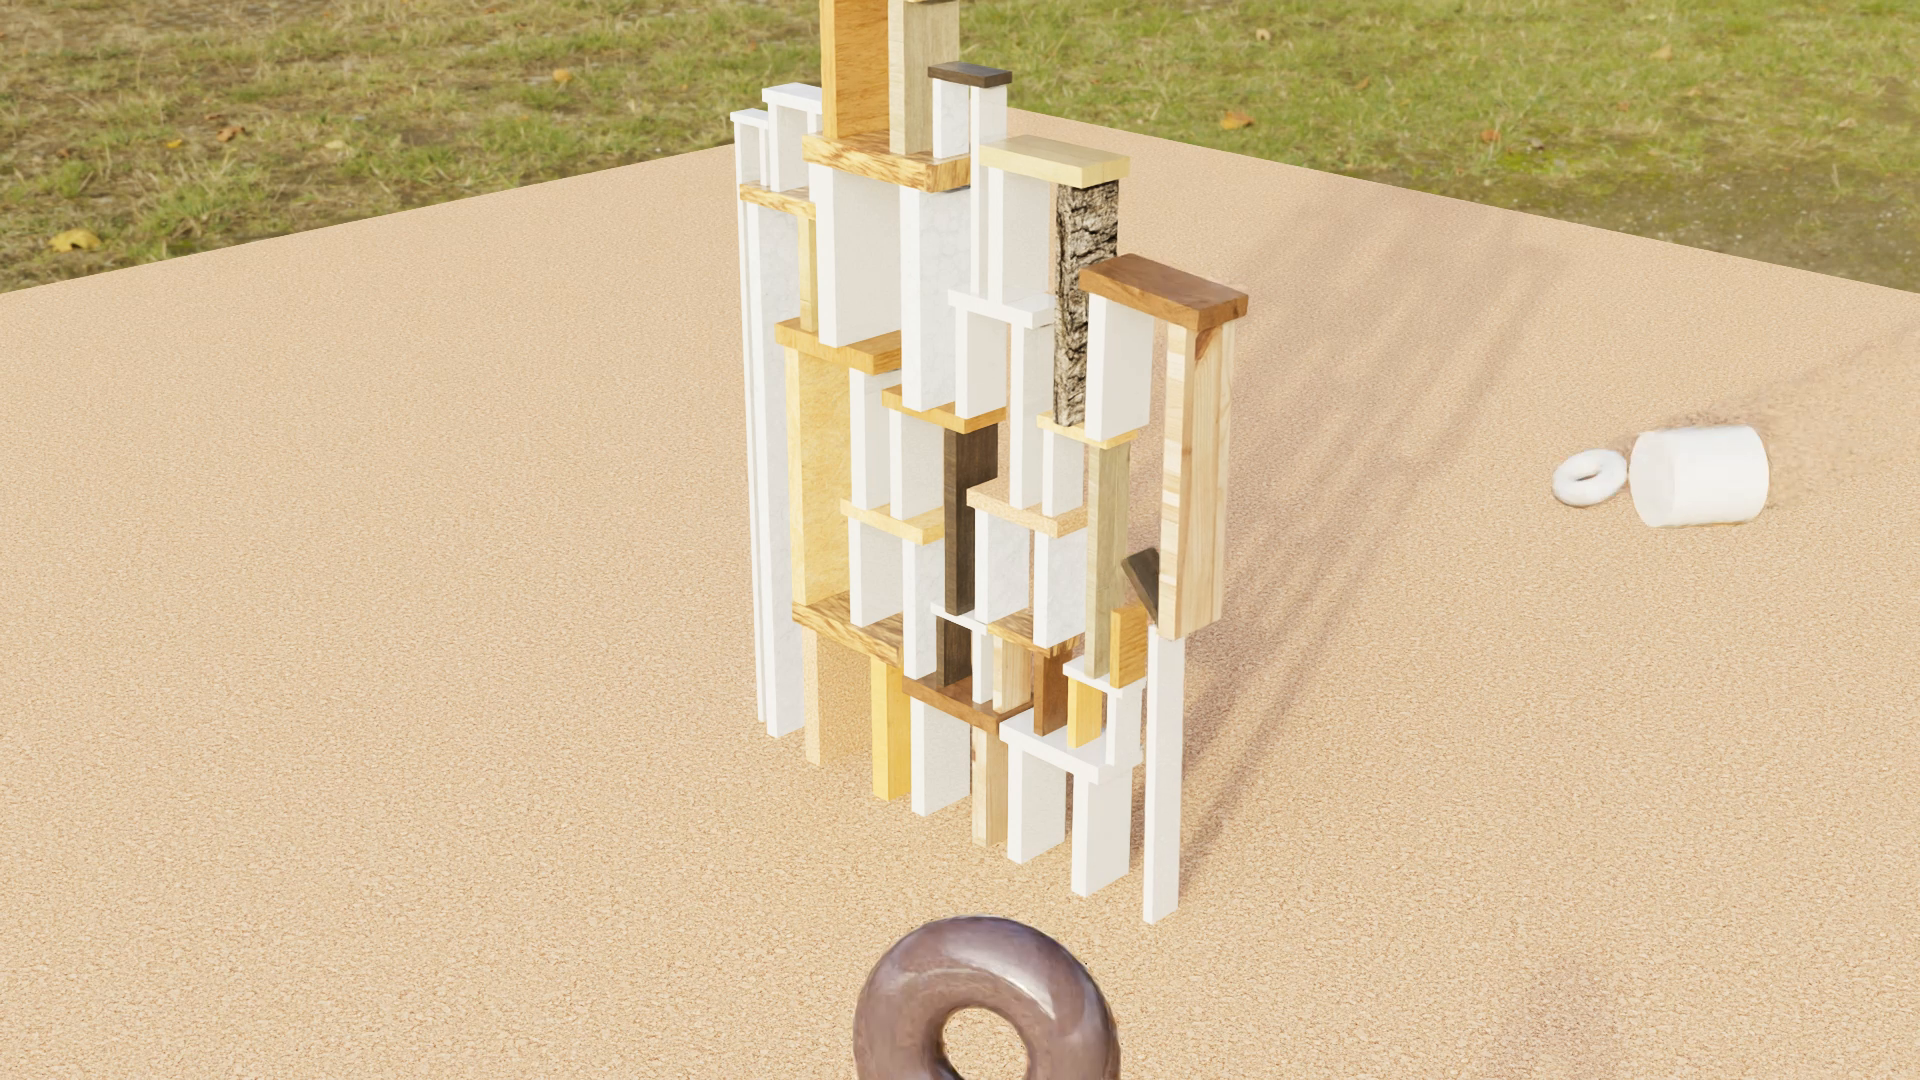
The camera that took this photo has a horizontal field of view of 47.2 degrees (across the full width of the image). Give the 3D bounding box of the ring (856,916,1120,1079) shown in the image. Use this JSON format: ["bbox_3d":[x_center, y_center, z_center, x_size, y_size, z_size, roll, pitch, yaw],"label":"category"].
[{"bbox_3d":[0.020,0.413,1.782,0.226,0.226,0.075,8,12,18],"label":"ring"}]

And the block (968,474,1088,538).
[{"bbox_3d":[0.134,-0.064,4.060,0.228,0.032,0.114,21,31,40],"label":"block"}]

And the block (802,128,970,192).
[{"bbox_3d":[-0.110,-0.707,4.041,0.174,0.049,0.347,-21,31,-40],"label":"block"}]

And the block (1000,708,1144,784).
[{"bbox_3d":[0.210,0.383,4.166,0.252,0.036,0.126,21,31,41],"label":"block"}]

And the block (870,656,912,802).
[{"bbox_3d":[-0.107,0.363,4.503,0.044,0.314,0.157,21,31,41],"label":"block"}]

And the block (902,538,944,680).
[{"bbox_3d":[-0.058,0.120,4.340,0.033,0.295,0.117,21,31,41],"label":"block"}]

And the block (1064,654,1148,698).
[{"bbox_3d":[0.267,0.249,4.044,0.072,0.020,0.144,-21,31,-41],"label":"block"}]

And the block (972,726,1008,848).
[{"bbox_3d":[0.084,0.465,4.332,0.037,0.260,0.130,21,31,41],"label":"block"}]

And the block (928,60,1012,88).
[{"bbox_3d":[0.017,-0.815,3.852,0.070,0.020,0.140,-21,31,-41],"label":"block"}]

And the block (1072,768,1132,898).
[{"bbox_3d":[0.269,0.539,4.168,0.036,0.252,0.126,21,31,41],"label":"block"}]

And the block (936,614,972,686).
[{"bbox_3d":[-0.012,0.206,4.320,0.021,0.151,0.076,21,31,41],"label":"block"}]

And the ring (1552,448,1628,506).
[{"bbox_3d":[1.716,-0.171,5.991,0.206,0.069,0.206,-24,29,14],"label":"ring"}]

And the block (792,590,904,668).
[{"bbox_3d":[-0.181,0.169,4.501,0.314,0.044,0.157,21,31,41],"label":"block"}]

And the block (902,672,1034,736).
[{"bbox_3d":[0.022,0.304,4.330,0.260,0.037,0.130,21,31,41],"label":"block"}]

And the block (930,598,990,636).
[{"bbox_3d":[0.023,0.141,4.253,0.076,0.021,0.151,-21,31,-41],"label":"block"}]

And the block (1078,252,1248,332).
[{"bbox_3d":[0.338,-0.415,3.670,0.258,0.037,0.129,26,34,38],"label":"block"}]

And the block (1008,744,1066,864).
[{"bbox_3d":[0.150,0.493,4.277,0.036,0.252,0.126,21,31,41],"label":"block"}]

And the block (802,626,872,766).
[{"bbox_3d":[-0.255,0.305,4.639,0.044,0.314,0.157,21,31,41],"label":"block"}]

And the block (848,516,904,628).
[{"bbox_3d":[-0.168,0.049,4.429,0.033,0.233,0.117,21,31,41],"label":"block"}]

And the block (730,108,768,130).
[{"bbox_3d":[-0.391,-0.824,4.300,0.056,0.016,0.113,-21,31,-40],"label":"block"}]

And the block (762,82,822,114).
[{"bbox_3d":[-0.288,-0.840,4.180,0.085,0.024,0.170,-21,31,-40],"label":"block"}]

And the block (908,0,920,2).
[{"bbox_3d":[-0.128,-1.007,3.937,0.136,0.039,0.273,-21,31,-40],"label":"block"}]

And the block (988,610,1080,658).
[{"bbox_3d":[0.138,0.176,4.147,0.160,0.023,0.080,21,31,41],"label":"block"}]

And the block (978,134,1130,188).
[{"bbox_3d":[0.161,-0.652,3.776,0.121,0.034,0.241,-21,31,-40],"label":"block"}]

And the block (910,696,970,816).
[{"bbox_3d":[-0.039,0.417,4.445,0.037,0.260,0.130,21,31,41],"label":"block"}]

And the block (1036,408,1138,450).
[{"bbox_3d":[0.225,-0.202,3.891,0.165,0.023,0.082,21,31,40],"label":"block"}]

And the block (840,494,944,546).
[{"bbox_3d":[-0.113,-0.052,4.326,0.233,0.033,0.117,21,31,41],"label":"block"}]

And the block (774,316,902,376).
[{"bbox_3d":[-0.214,-0.389,4.296,0.143,0.040,0.285,-21,31,-41],"label":"block"}]

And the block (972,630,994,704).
[{"bbox_3d":[0.059,0.234,4.255,0.021,0.151,0.076,21,31,41],"label":"block"}]

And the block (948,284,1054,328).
[{"bbox_3d":[0.089,-0.425,3.941,0.208,0.029,0.104,21,31,40],"label":"block"}]

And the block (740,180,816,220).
[{"bbox_3d":[-0.314,-0.668,4.284,0.113,0.032,0.226,-21,31,-40],"label":"block"}]

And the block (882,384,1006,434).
[{"bbox_3d":[-0.032,-0.256,4.152,0.112,0.032,0.223,-21,31,-40],"label":"block"}]

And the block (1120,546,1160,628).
[{"bbox_3d":[0.349,0.089,3.879,0.075,0.149,0.021,-21,-13,-41],"label":"block"}]
